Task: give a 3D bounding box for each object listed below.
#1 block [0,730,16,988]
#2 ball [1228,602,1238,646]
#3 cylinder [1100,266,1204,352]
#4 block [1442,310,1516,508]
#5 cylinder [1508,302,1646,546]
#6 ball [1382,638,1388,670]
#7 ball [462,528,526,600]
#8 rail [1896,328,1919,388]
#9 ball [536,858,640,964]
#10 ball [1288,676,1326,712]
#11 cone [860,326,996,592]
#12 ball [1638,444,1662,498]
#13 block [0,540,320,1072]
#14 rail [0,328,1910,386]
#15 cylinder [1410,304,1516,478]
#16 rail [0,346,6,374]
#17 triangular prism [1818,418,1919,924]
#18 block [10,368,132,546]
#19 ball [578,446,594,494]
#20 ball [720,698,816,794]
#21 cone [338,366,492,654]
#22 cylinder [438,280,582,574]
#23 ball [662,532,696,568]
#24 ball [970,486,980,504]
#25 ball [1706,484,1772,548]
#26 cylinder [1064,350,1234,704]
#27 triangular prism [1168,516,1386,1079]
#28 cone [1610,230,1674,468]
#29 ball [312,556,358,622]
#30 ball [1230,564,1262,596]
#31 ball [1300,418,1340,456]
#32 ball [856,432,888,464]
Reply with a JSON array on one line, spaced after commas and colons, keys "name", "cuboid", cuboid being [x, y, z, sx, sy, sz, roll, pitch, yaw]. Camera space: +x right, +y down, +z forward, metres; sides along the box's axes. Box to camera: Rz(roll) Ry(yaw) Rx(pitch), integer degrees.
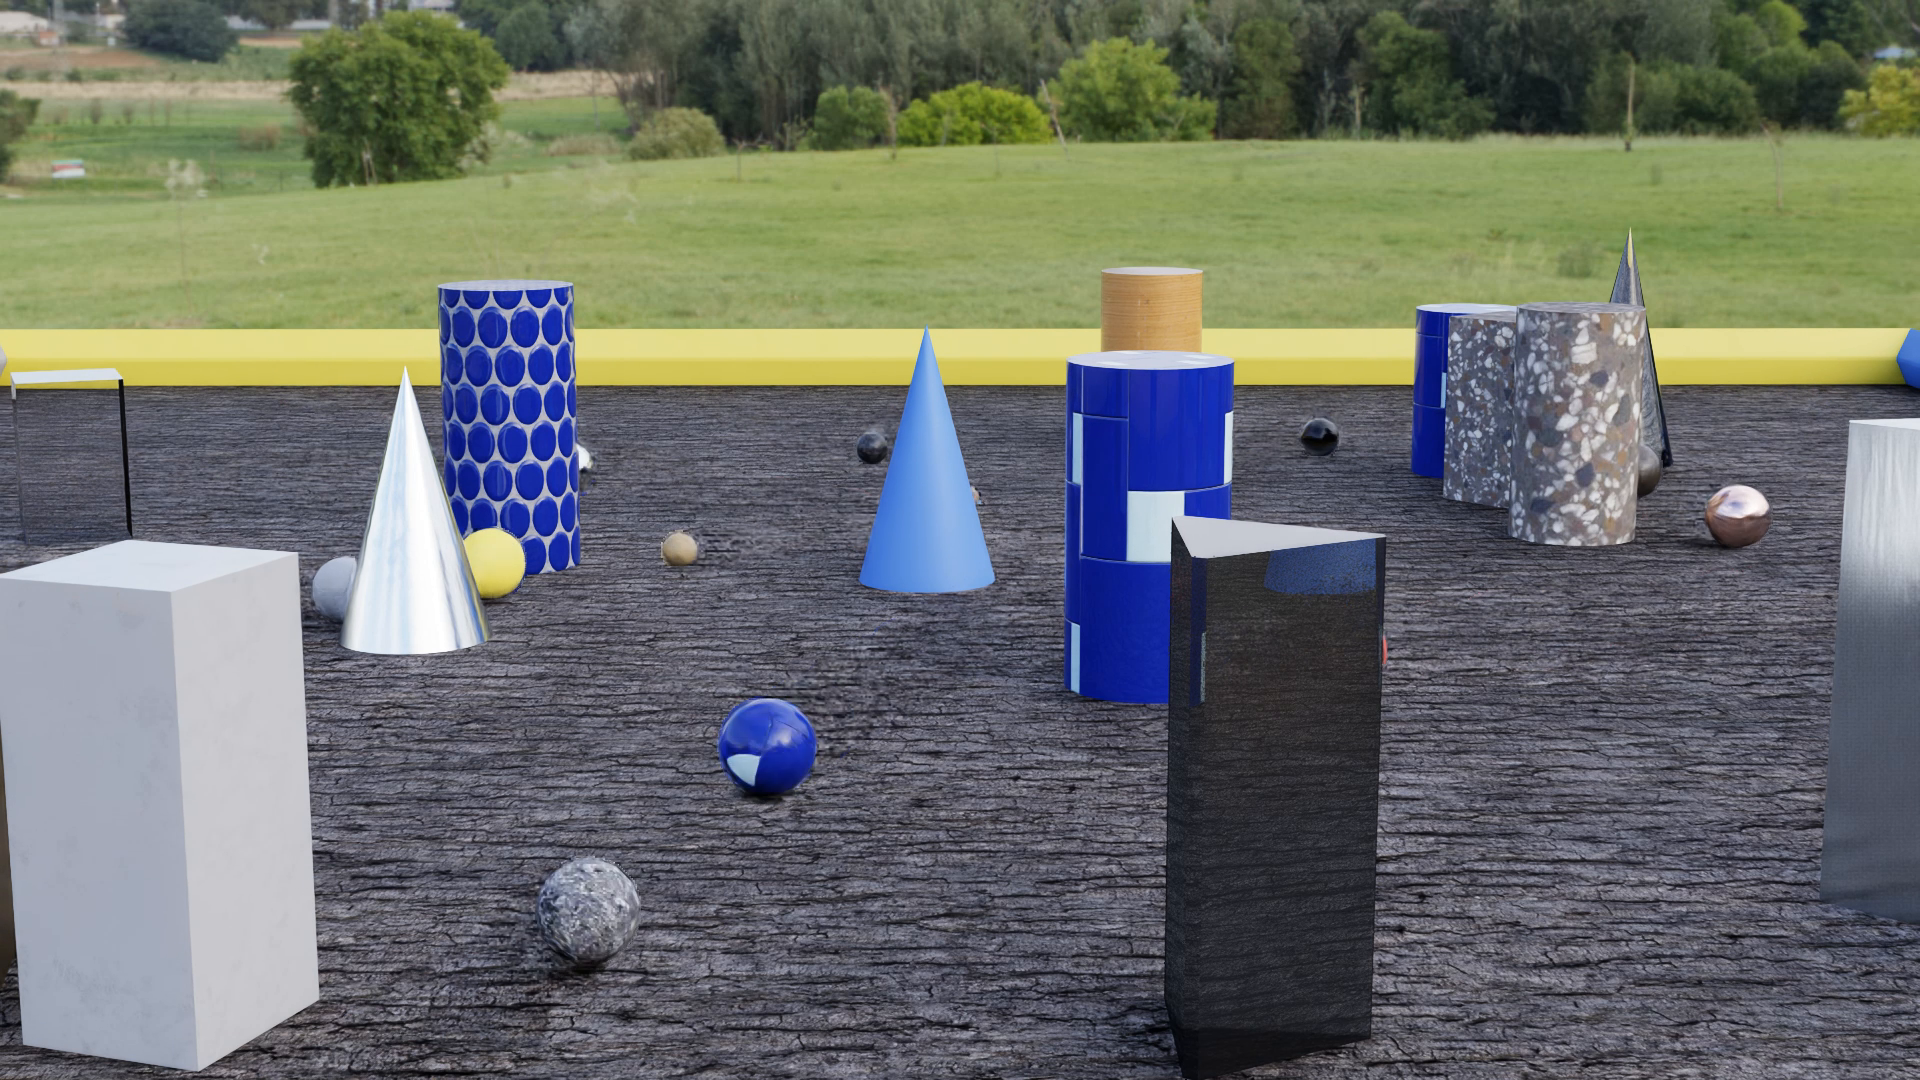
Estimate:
[{"name": "block", "cuboid": [-0.848, 0.241, 2.034, 0.156, 0.236, 0.156, -2, 11, -12]}, {"name": "ball", "cuboid": [0.304, 0.103, 3.194, 0.083, 0.083, 0.083, 0, 11, 0]}, {"name": "cylinder", "cuboid": [0.368, -0.351, 4.949, 0.195, 0.336, 0.195, 0, 11, 0]}, {"name": "block", "cuboid": [0.932, -0.222, 4.327, 0.156, 0.309, 0.156, -9, 14, -40]}, {"name": "cylinder", "cuboid": [0.959, -0.184, 3.994, 0.195, 0.357, 0.195, 0, 11, 0]}, {"name": "ball", "cuboid": [0.423, 0.121, 2.790, 0.083, 0.083, 0.083, 0, 11, 0]}, {"name": "ball", "cuboid": [-0.647, 0.033, 3.535, 0.097, 0.097, 0.097, 0, 11, 0]}, {"name": "rail", "cuboid": [2.175, 0.030, 3.461, 0.045, 0.127, 4.970, 0, 11, 0]}, {"name": "ball", "cuboid": [-0.306, 0.304, 2.105, 0.085, 0.085, 0.085, 0, 11, 0]}, {"name": "ball", "cuboid": [0.395, 0.175, 2.921, 0.042, 0.042, 0.042, 0, 11, 0]}, {"name": "cone", "cuboid": [-0.047, -0.124, 3.644, 0.195, 0.367, 0.195, 0, 11, 0]}, {"name": "ball", "cuboid": [1.139, -0.118, 4.347, 0.097, 0.097, 0.097, 0, 11, 0]}, {"name": "block", "cuboid": [-0.605, 0.195, 1.944, 0.156, 0.359, 0.156, 4, 11, 19]}, {"name": "rail", "cuboid": [-0.014, -0.416, 5.869, 4.398, 0.127, 0.045, 0, 11, 0]}, {"name": "cylinder", "cuboid": [0.915, -0.269, 4.619, 0.195, 0.296, 0.195, 0, 11, 0]}, {"name": "rail", "cuboid": [-2.175, 0.035, 3.437, 0.045, 0.127, 4.970, 0, 11, 0]}, {"name": "triangular prism", "cuboid": [0.870, 0.110, 2.217, 0.147, 0.426, 0.169, -9, 14, -41]}, {"name": "block", "cuboid": [-1.387, -0.132, 4.005, 0.156, 0.250, 0.156, -4, 11, -22]}, {"name": "ball", "cuboid": [-0.669, -0.118, 4.351, 0.097, 0.097, 0.097, 0, 11, 0]}, {"name": "ball", "cuboid": [-0.193, 0.208, 2.589, 0.098, 0.098, 0.098, 0, 11, 0]}, {"name": "cone", "cuboid": [-0.701, -0.048, 3.273, 0.195, 0.351, 0.195, 0, 11, 0]}, {"name": "cylinder", "cuboid": [-0.660, -0.168, 3.761, 0.195, 0.410, 0.195, 0, 11, 0]}, {"name": "ball", "cuboid": [-0.411, 0.015, 3.761, 0.050, 0.050, 0.050, 0, 11, 0]}, {"name": "ball", "cuboid": [0.010, -0.071, 4.244, 0.042, 0.042, 0.042, 0, 11, 0]}, {"name": "ball", "cuboid": [1.186, -0.036, 3.909, 0.096, 0.096, 0.096, 0, 11, 0]}, {"name": "cylinder", "cuboid": [0.221, -0.019, 3.022, 0.195, 0.387, 0.195, 0, 11, 0]}, {"name": "triangular prism", "cuboid": [0.202, 0.183, 1.932, 0.169, 0.386, 0.147, -6, 12, -30]}, {"name": "cone", "cuboid": [1.224, -0.359, 4.725, 0.195, 0.434, 0.195, 0, 11, 0]}, {"name": "ball", "cuboid": [-0.812, 0.065, 3.390, 0.086, 0.086, 0.086, 0, 11, 0]}, {"name": "ball", "cuboid": [0.395, 0.055, 3.555, 0.046, 0.046, 0.046, 0, 11, 0]}, {"name": "ball", "cuboid": [0.676, -0.192, 4.820, 0.072, 0.072, 0.072, 0, 11, 0]}, {"name": "ball", "cuboid": [-0.162, -0.170, 4.730, 0.059, 0.059, 0.059, 0, 11, 0]}]
